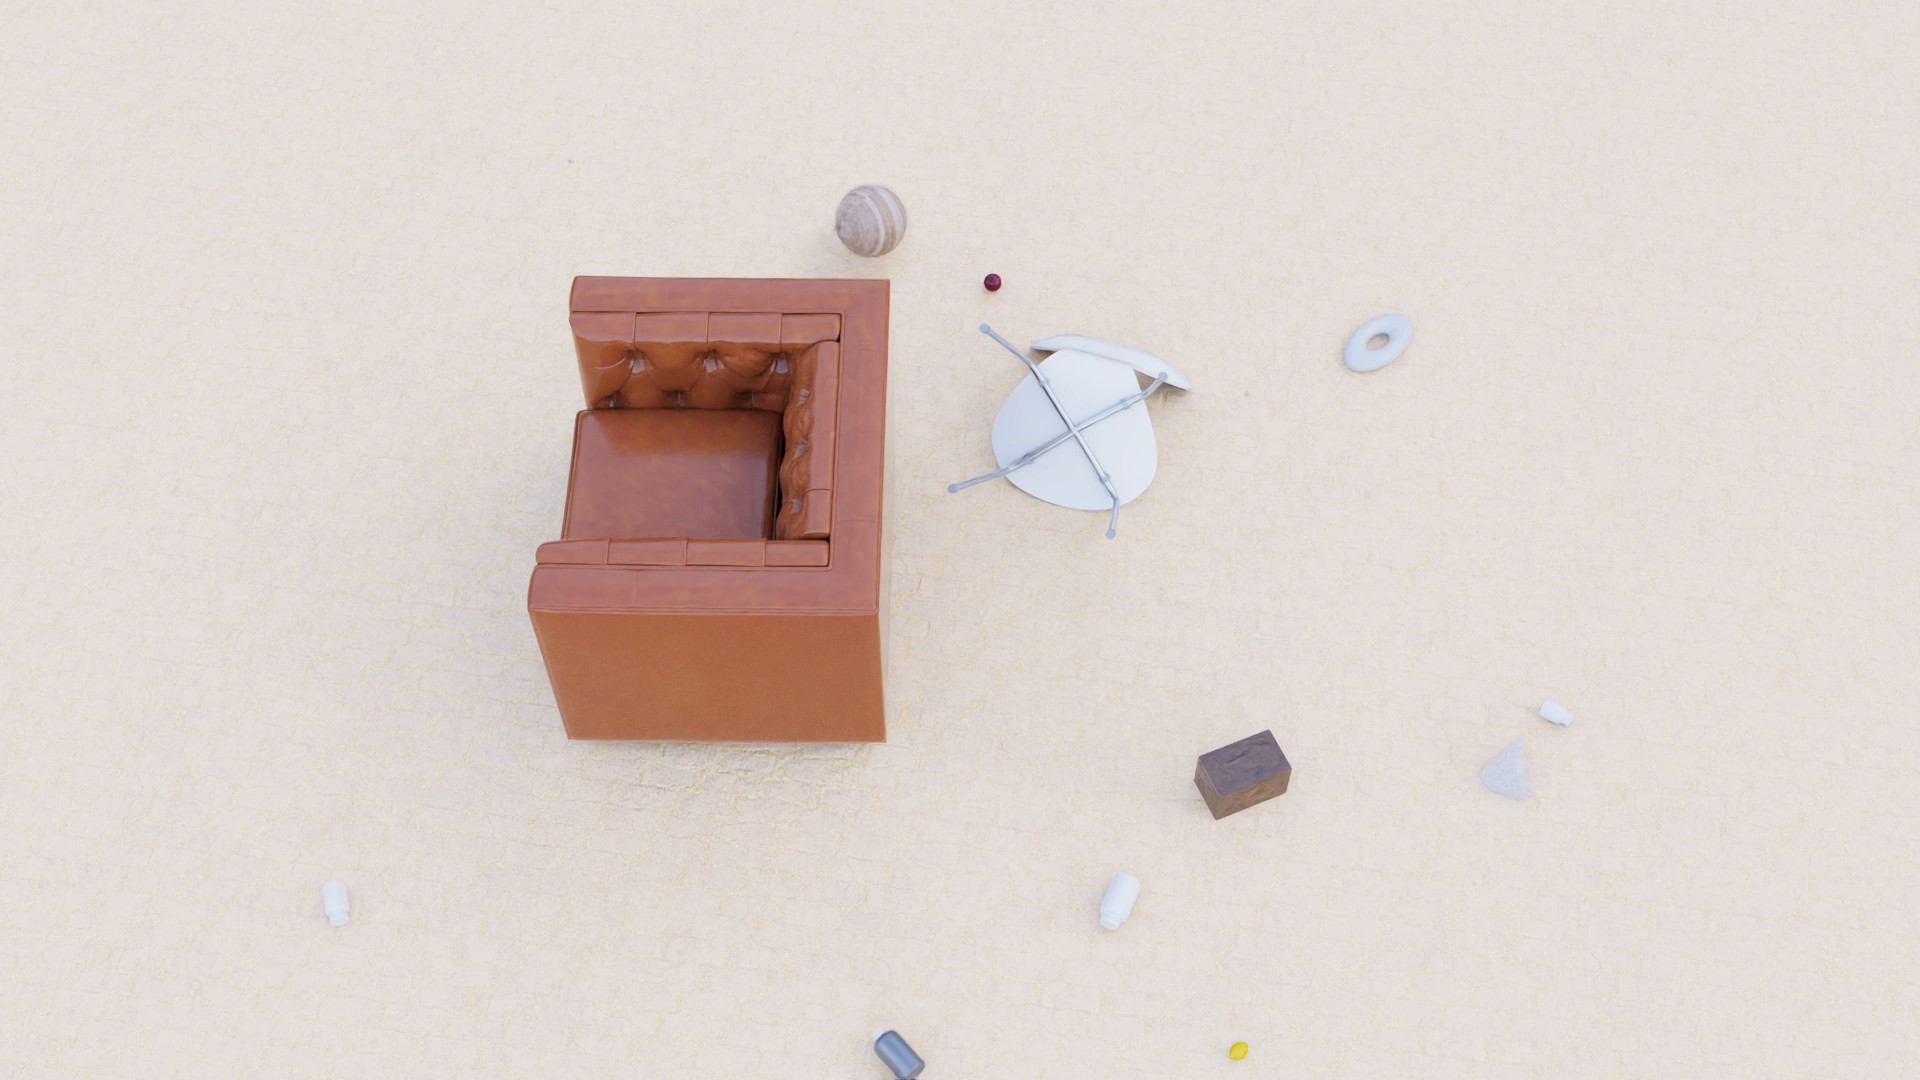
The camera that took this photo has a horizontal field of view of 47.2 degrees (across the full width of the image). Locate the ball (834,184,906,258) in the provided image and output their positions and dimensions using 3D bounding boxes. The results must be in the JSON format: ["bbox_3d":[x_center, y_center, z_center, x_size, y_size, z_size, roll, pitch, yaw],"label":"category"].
[{"bbox_3d":[-0.289,-1.034,7.126,0.234,0.234,0.234,0,56,0],"label":"ball"}]

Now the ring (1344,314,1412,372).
[{"bbox_3d":[1.324,-0.627,6.965,0.283,0.050,0.161,-39,63,-22],"label":"ring"}]

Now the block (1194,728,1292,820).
[{"bbox_3d":[0.778,0.646,6.054,0.218,0.143,0.135,-20,58,-13],"label":"block"}]

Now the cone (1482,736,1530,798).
[{"bbox_3d":[1.549,0.609,6.135,0.140,0.104,0.201,26,45,11],"label":"cone"}]
